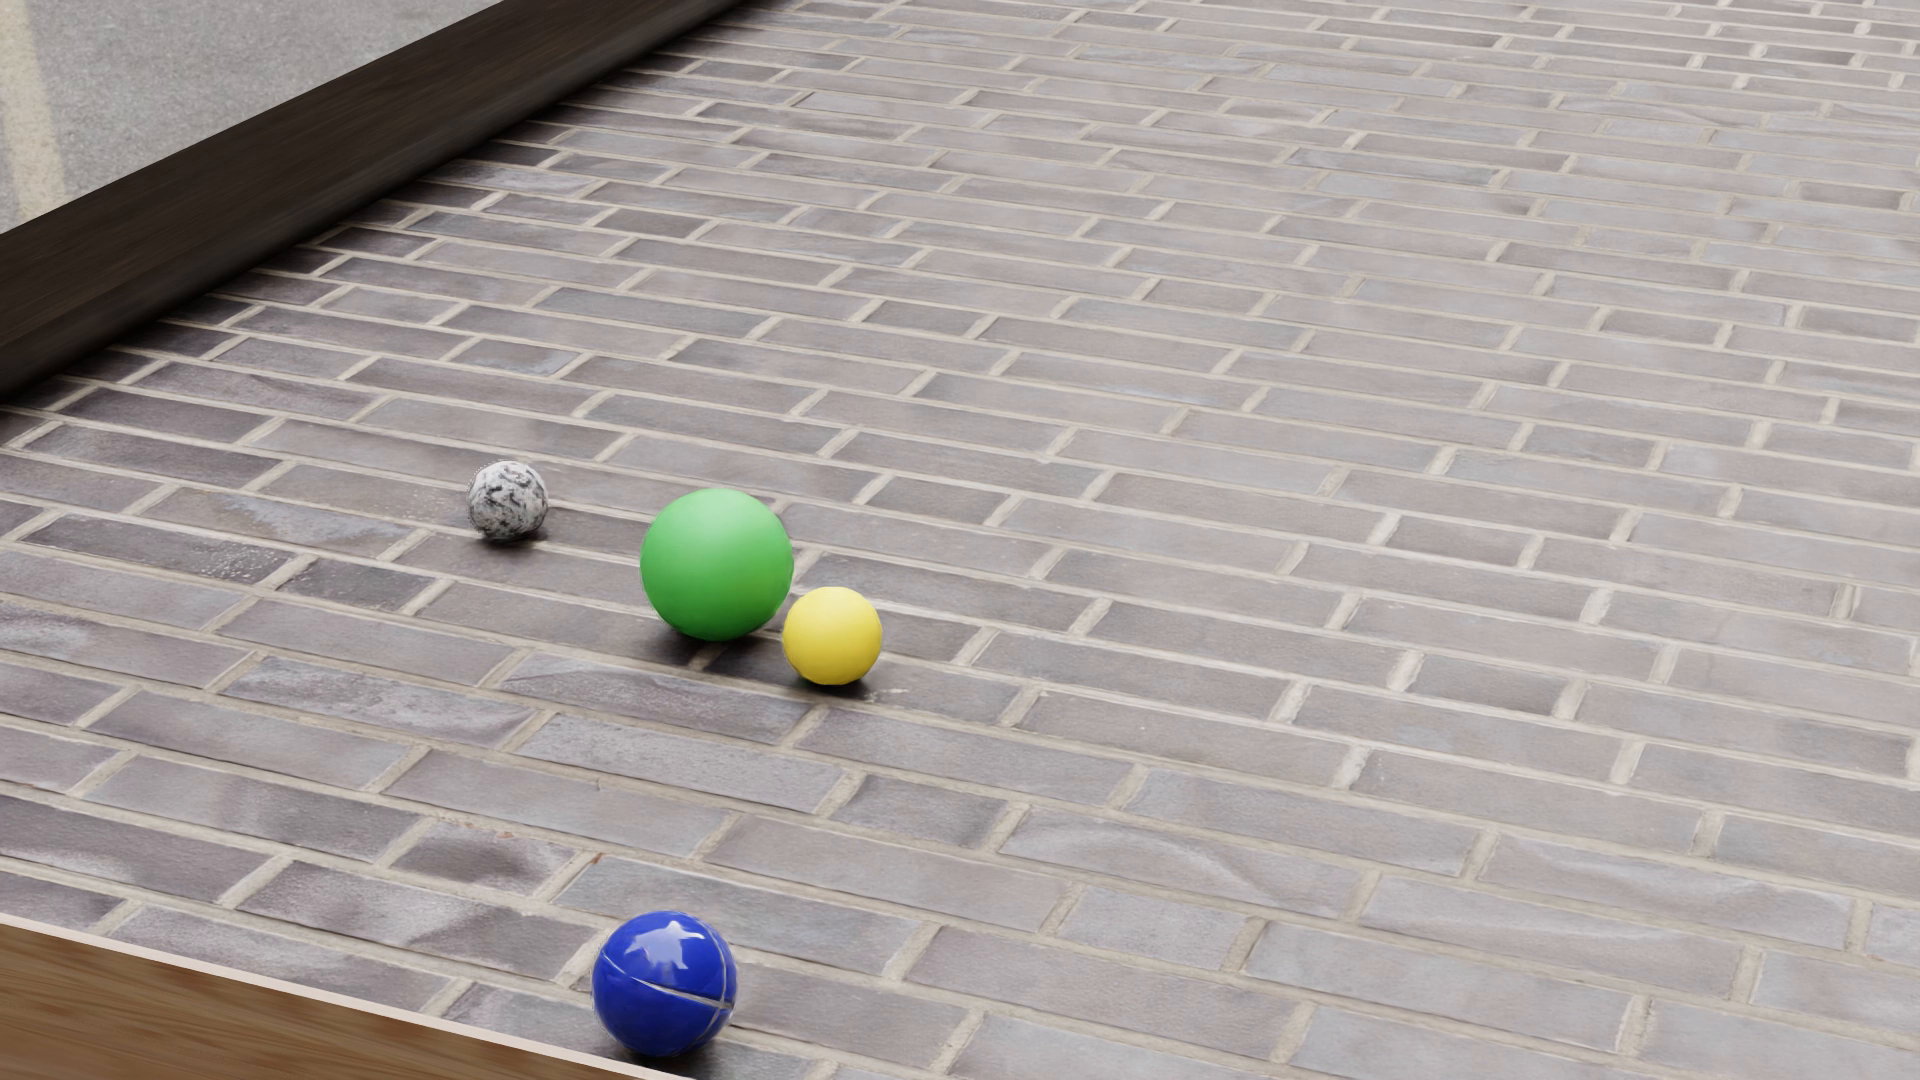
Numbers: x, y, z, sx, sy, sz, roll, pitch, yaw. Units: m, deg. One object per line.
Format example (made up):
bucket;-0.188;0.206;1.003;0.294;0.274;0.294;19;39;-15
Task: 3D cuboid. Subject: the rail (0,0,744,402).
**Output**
rail;-0.447;-0.419;2.743;0.045;0.124;2.853;9;26;20

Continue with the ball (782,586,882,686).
ball;-0.077;0.058;1.783;0.061;0.061;0.061;0;25;0

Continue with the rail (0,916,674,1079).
rail;-0.255;0.244;1.301;1.578;0.124;0.045;9;26;20

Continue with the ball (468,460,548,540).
ball;-0.303;-0.026;1.974;0.054;0.054;0.054;0;25;0

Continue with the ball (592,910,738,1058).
ball;-0.143;0.215;1.428;0.071;0.071;0.071;0;25;0

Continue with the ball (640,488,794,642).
ball;-0.151;0.015;1.834;0.095;0.095;0.095;0;25;0
